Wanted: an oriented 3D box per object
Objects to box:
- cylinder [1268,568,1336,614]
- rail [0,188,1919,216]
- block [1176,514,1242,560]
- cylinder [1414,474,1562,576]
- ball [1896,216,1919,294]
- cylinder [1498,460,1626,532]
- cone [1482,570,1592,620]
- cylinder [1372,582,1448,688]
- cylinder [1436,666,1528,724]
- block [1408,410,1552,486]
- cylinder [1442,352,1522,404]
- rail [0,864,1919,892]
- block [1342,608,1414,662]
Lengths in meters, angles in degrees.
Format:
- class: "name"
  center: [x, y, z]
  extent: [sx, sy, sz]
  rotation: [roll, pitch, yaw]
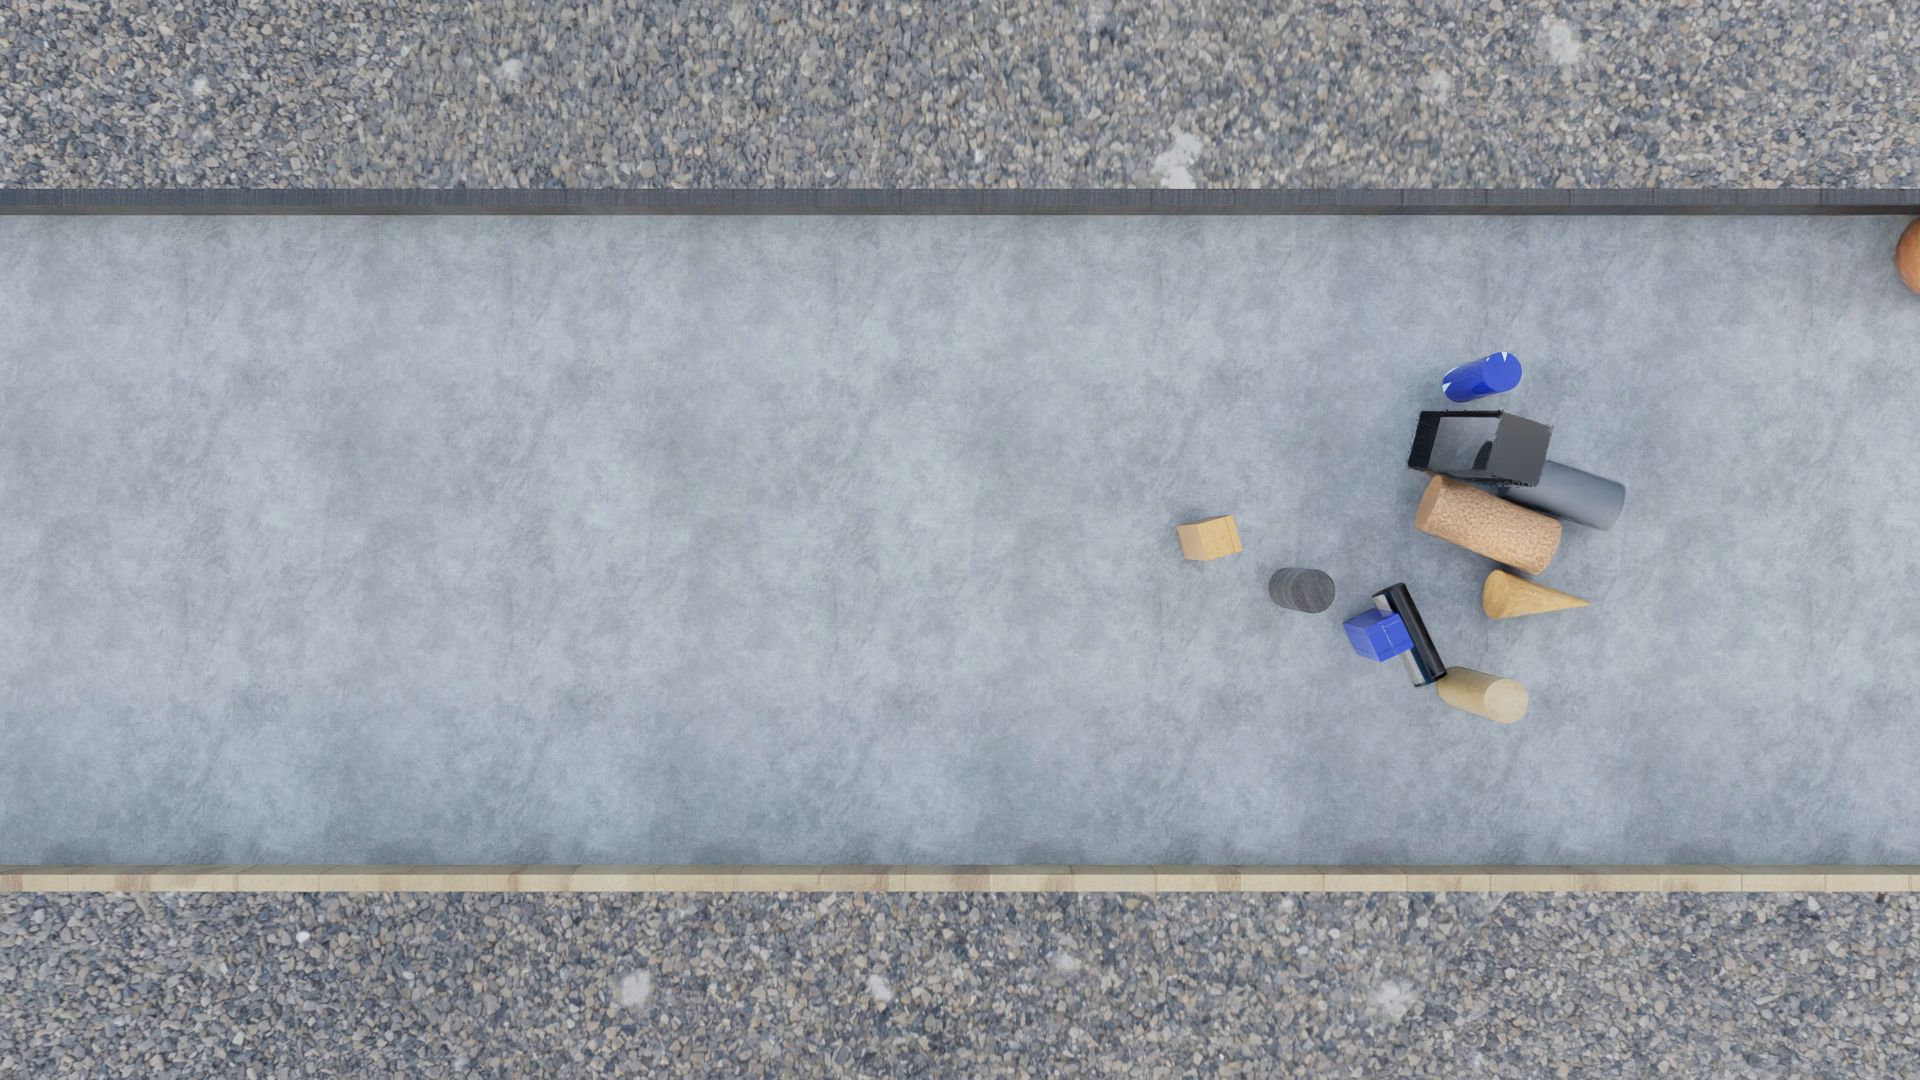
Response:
- class: "cylinder"
  center: [1.013, 0.147, 4.903]
  extent: [0.127, 0.347, 0.127]
  rotation: [0, 90, 0]
- class: "rail"
  center: [-2.247, -1.025, 5.002]
  extent: [12.000, 0.150, 0.050]
  rotation: [0, 90, 0]
- class: "block"
  center: [0.731, -0.006, 4.860]
  extent: [0.106, 0.432, 0.106]
  rotation: [-15, 90, 0]
- class: "cylinder"
  center: [1.594, -0.045, 4.987]
  extent: [0.384, 0.178, 0.178]
  rotation: [21, 90, 0]
- class: "ball"
  center: [2.961, -0.858, 4.934]
  extent: [0.284, 0.284, 0.284]
  rotation: [0, 90, 0]
- class: "cylinder"
  center: [1.822, -0.149, 5.000]
  extent: [0.332, 0.154, 0.154]
  rotation: [18, 90, 0]
- class: "cone"
  center: [1.790, 0.182, 5.039]
  extent: [0.340, 0.151, 0.151]
  rotation: [6, 90, -13]
- class: "cylinder"
  center: [1.369, 0.288, 5.023]
  extent: [0.107, 0.107, 0.304]
  rotation: [-25, 90, 0]
- class: "cylinder"
  center: [1.530, 0.451, 4.848]
  extent: [0.126, 0.457, 0.126]
  rotation: [0, 90, 0]
- class: "block"
  center: [1.523, -0.272, 4.853]
  extent: [0.175, 0.414, 0.175]
  rotation: [15, 90, -17]
- class: "cylinder"
  center: [1.541, -0.478, 4.882]
  extent: [0.113, 0.389, 0.113]
  rotation: [0, 90, 0]
- class: "rail"
  center: [-2.247, 1.025, 5.001]
  extent: [12.000, 0.150, 0.050]
  rotation: [0, 90, 0]
- class: "block"
  center: [1.244, 0.281, 4.922]
  extent: [0.108, 0.307, 0.108]
  rotation: [-26, 90, 1]
